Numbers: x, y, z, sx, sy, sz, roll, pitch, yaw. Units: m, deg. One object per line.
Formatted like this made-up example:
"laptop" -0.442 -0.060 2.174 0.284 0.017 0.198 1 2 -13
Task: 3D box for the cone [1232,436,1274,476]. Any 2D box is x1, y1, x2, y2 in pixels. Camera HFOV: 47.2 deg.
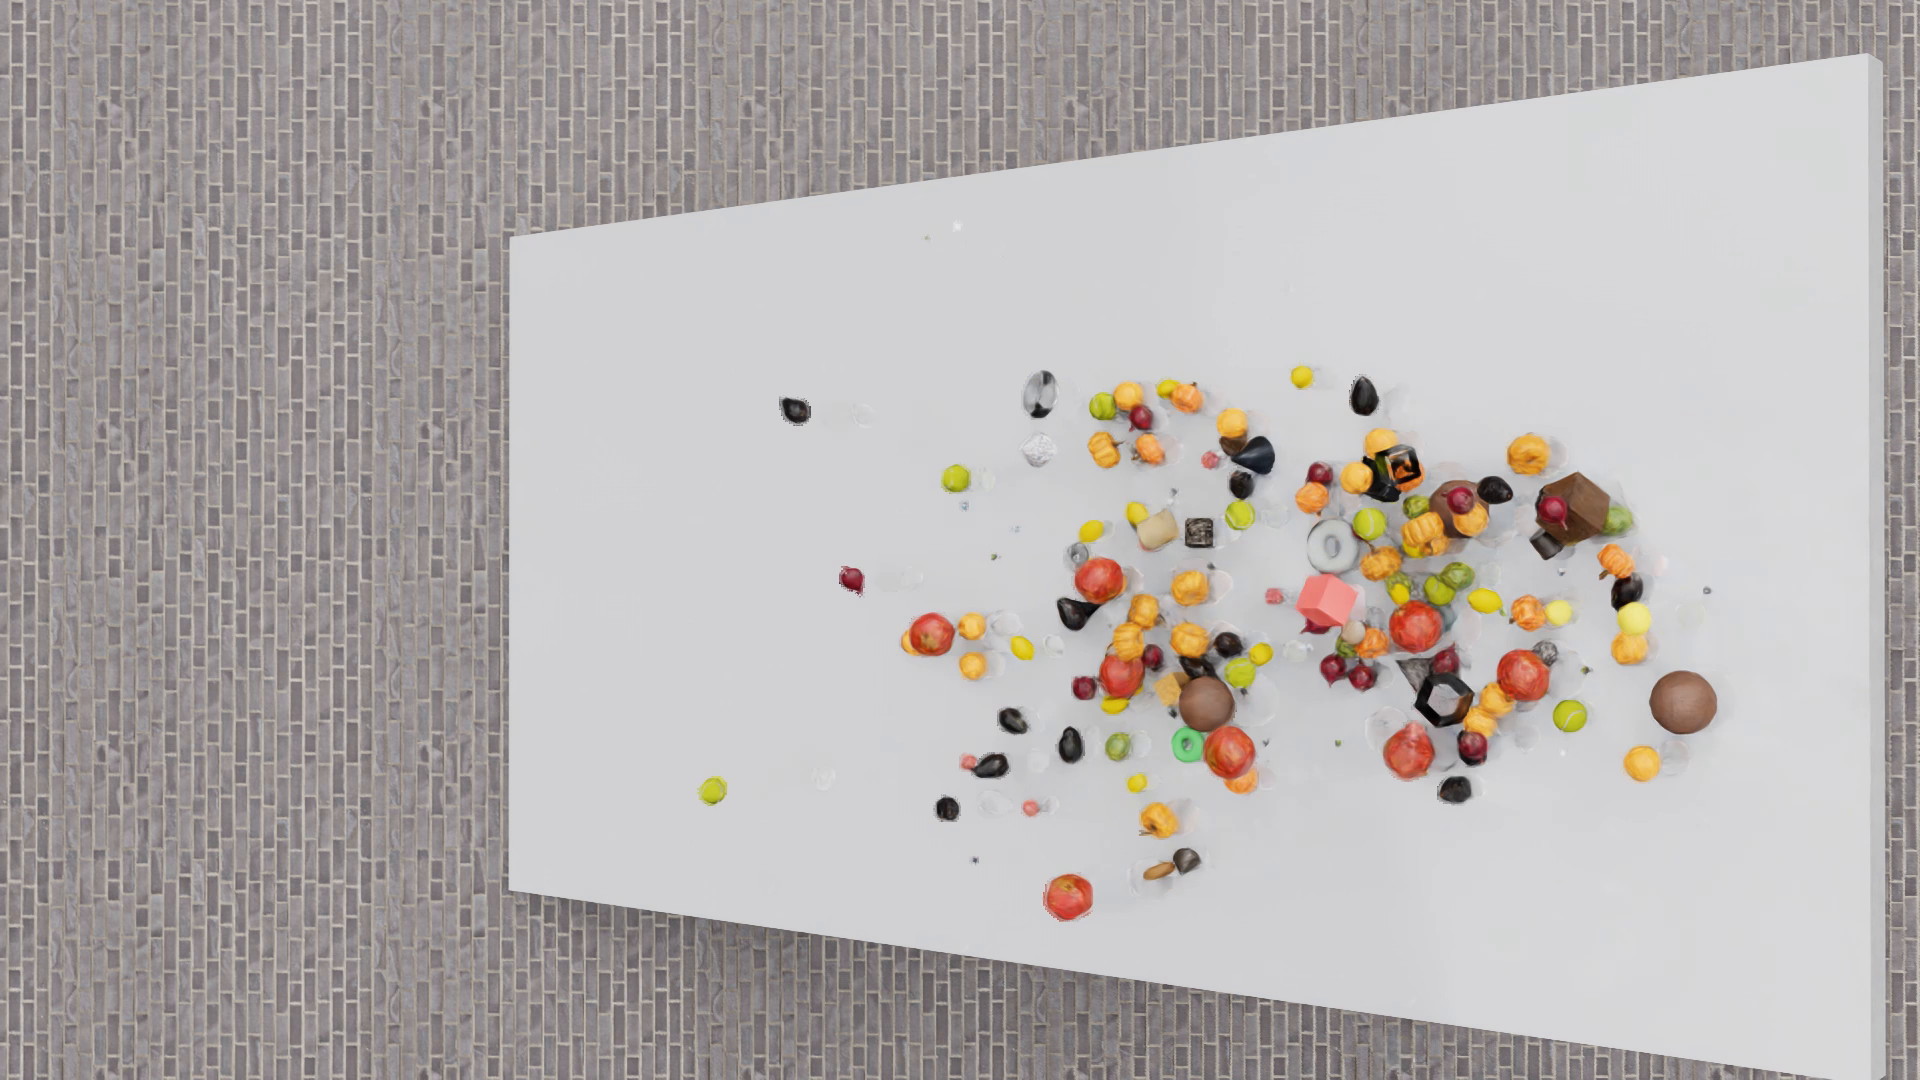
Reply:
"cone" 0.657 -0.189 5.057 0.094 0.094 0.094 -10 90 -31

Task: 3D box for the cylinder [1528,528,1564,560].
"cylinder" 1.235 0.006 4.630 0.052 0.052 0.052 -40 95 0

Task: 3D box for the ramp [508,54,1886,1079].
"ramp" 0.222 0.063 5.538 4.000 0.100 2.000 0 90 38

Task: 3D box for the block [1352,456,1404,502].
"block" 0.931 -0.135 4.869 0.077 0.077 0.077 28 106 36

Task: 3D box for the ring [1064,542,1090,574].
"ring" 0.289 0.045 5.406 0.076 0.025 0.076 -1 88 42

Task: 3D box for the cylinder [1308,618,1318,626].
"cylinder" 0.819 0.148 4.939 0.082 0.082 0.082 -8 90 0

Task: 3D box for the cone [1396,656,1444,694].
"cone" 1.022 0.279 4.815 0.096 0.096 0.096 -33 90 6

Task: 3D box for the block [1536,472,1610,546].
"block" 1.266 -0.063 4.542 0.095 0.095 0.095 35 57 -17

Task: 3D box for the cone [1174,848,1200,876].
"cone" 0.526 0.770 5.168 0.065 0.065 0.065 8 120 15

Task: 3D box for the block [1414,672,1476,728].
"block" 1.032 0.341 4.686 0.078 0.078 0.078 -8 127 -32

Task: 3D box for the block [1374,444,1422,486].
"block" 0.932 -0.160 4.680 0.064 0.064 0.064 -20 105 -14

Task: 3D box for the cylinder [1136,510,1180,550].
"cylinder" 0.459 -0.023 5.111 0.072 0.072 0.072 -27 90 28

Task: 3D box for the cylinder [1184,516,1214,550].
"cylinder" 0.561 -0.017 5.162 0.062 0.062 0.062 -5 71 0

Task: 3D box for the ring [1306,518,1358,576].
"ring" 0.841 0.016 4.961 0.130 0.043 0.130 -1 88 39

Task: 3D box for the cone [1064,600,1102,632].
"cone" 0.308 0.171 5.382 0.085 0.085 0.085 -21 90 11

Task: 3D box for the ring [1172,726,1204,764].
"ring" 0.539 0.485 5.204 0.087 0.029 0.087 -1 88 38

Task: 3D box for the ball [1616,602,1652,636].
"ball" 1.346 0.158 4.389 0.067 0.067 0.067 0 90 0

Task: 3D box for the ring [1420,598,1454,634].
"ring" 1.043 0.166 4.806 0.080 0.027 0.080 10 107 37

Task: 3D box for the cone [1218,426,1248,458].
"cone" 0.619 -0.230 5.118 0.072 0.072 0.072 0 90 38

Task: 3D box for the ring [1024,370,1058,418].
"ring" 0.200 -0.360 5.448 0.041 0.123 0.123 13 90 -30

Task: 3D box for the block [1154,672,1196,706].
"block" 0.509 0.353 5.208 0.060 0.060 0.060 -37 68 32

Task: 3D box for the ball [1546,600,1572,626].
"ball" 1.259 0.153 4.623 0.055 0.055 0.055 0 90 0

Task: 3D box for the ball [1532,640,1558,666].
"ball" 1.234 0.239 4.640 0.054 0.054 0.054 0 90 0

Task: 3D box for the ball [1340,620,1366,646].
"ball" 0.862 0.203 4.819 0.056 0.056 0.056 0 90 0

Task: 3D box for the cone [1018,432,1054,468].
"cone" 0.170 -0.226 5.462 0.088 0.088 0.088 0 90 38

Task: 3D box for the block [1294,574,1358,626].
"block" 0.773 0.129 4.643 0.080 0.080 0.080 32 73 -23
